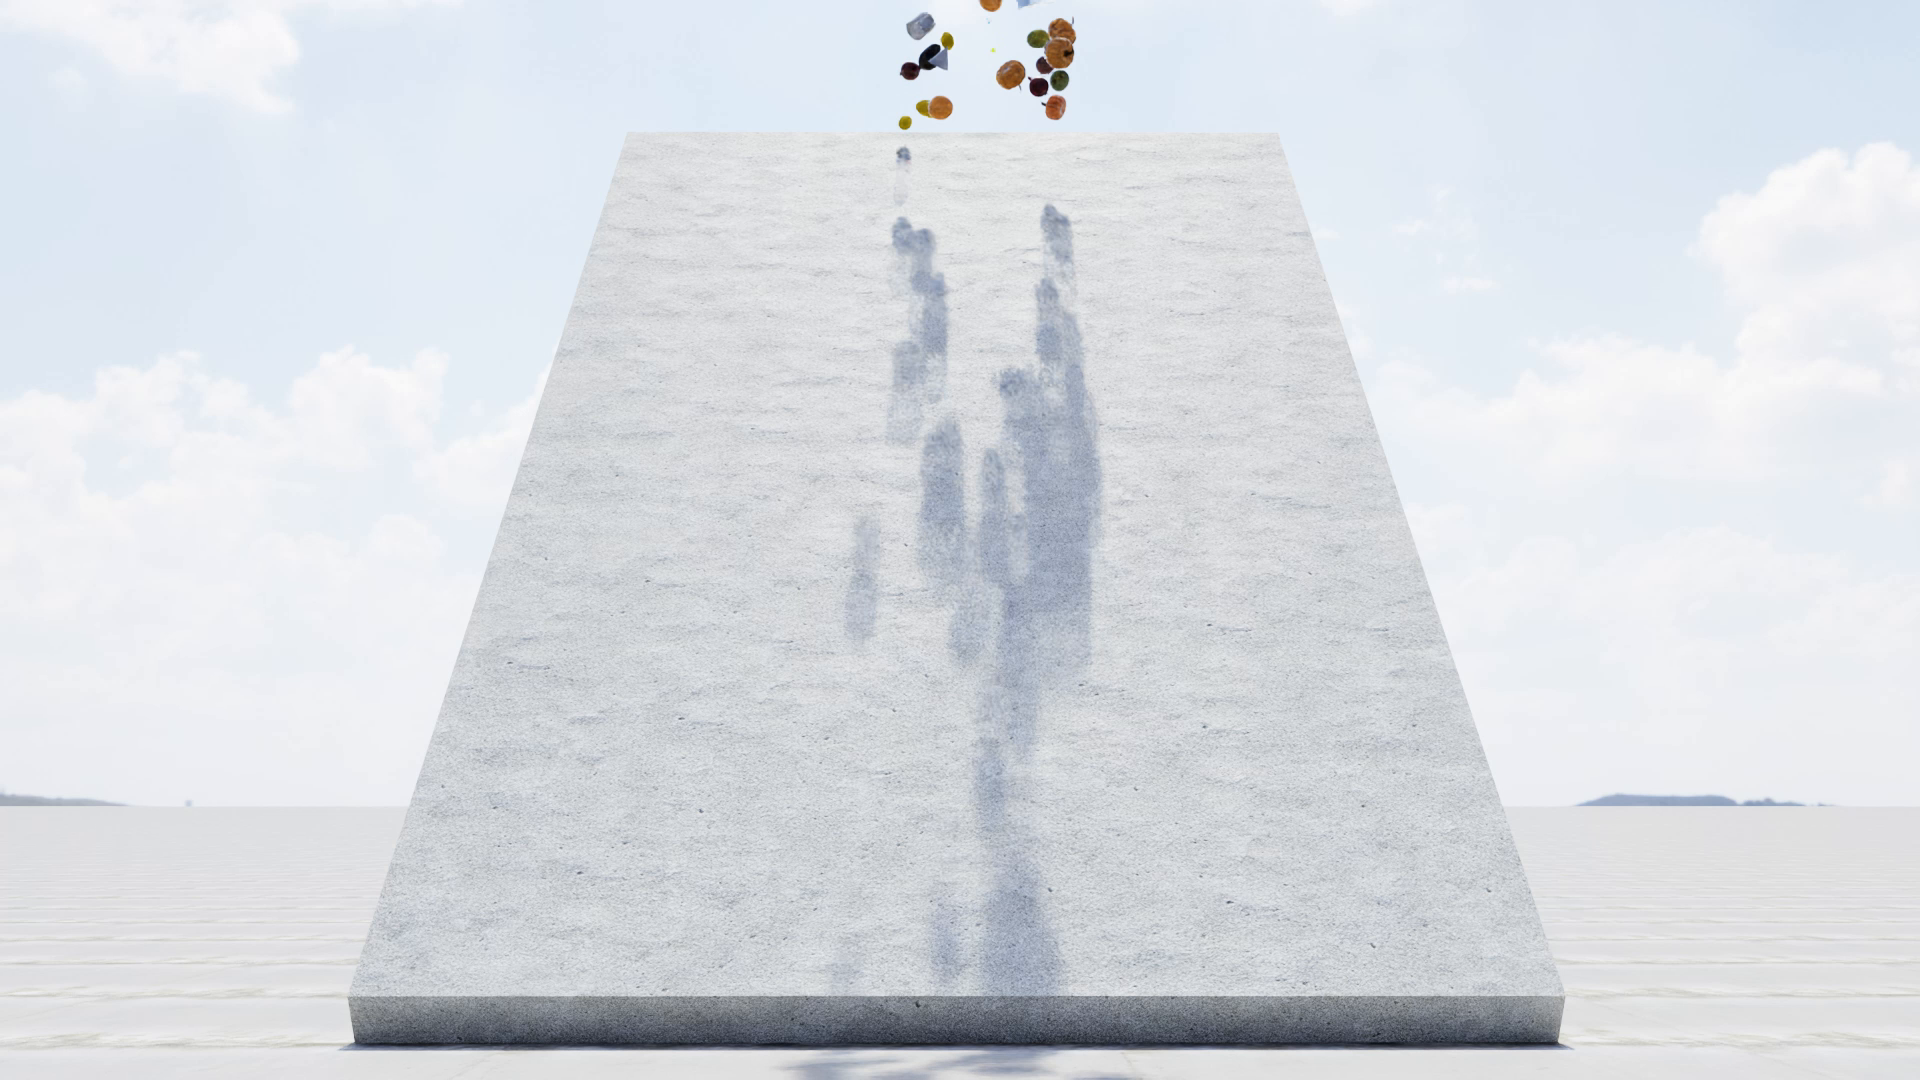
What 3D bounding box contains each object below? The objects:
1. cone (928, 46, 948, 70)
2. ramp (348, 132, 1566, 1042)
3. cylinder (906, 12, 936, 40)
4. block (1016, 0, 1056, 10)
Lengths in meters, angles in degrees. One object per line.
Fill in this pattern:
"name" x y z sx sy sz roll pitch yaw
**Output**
"cone" -0.052 -1.456 7.266 0.067 0.067 0.067 25 16 -8
"ramp" -0.013 -0.209 5.722 2.000 0.100 4.000 0 30 0
"cylinder" -0.118 -1.542 7.251 0.063 0.063 0.063 -6 31 44
"block" 0.226 -1.621 7.089 0.098 0.098 0.098 -15 5 -27
